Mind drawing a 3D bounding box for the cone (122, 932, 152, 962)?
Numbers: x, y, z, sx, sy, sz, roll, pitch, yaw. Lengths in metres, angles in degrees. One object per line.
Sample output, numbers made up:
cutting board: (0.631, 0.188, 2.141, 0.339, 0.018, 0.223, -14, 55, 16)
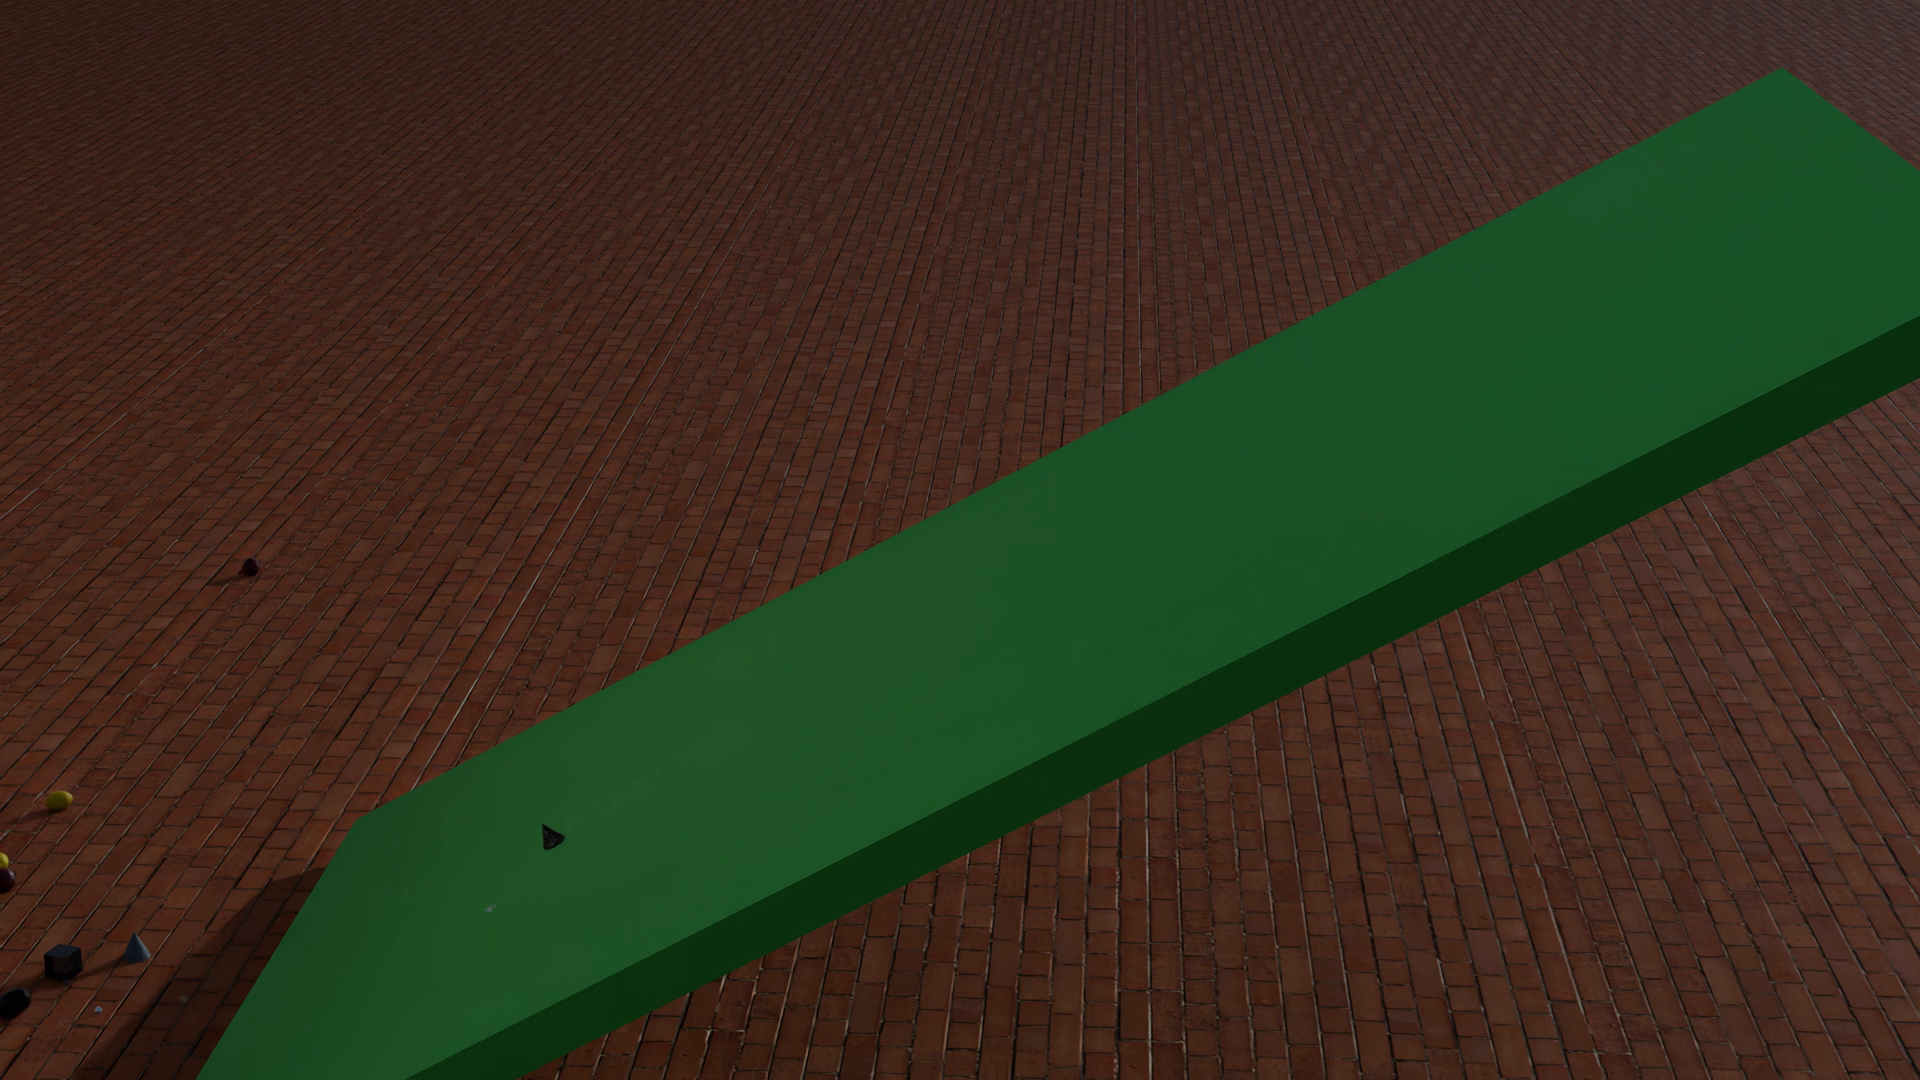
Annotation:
cone: (-1.976, 0.968, 7.048, 0.067, 0.067, 0.067, 0, 18, 0)

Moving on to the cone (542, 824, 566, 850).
cone: (-0.904, 0.644, 6.455, 0.053, 0.053, 0.053, -29, 14, 8)

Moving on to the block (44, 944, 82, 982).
block: (-2.122, 1.000, 6.962, 0.060, 0.060, 0.060, 6, 19, 19)

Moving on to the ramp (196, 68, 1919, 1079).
ramp: (0.142, 0.167, 6.283, 4.000, 0.100, 2.000, -28, 15, 12)
